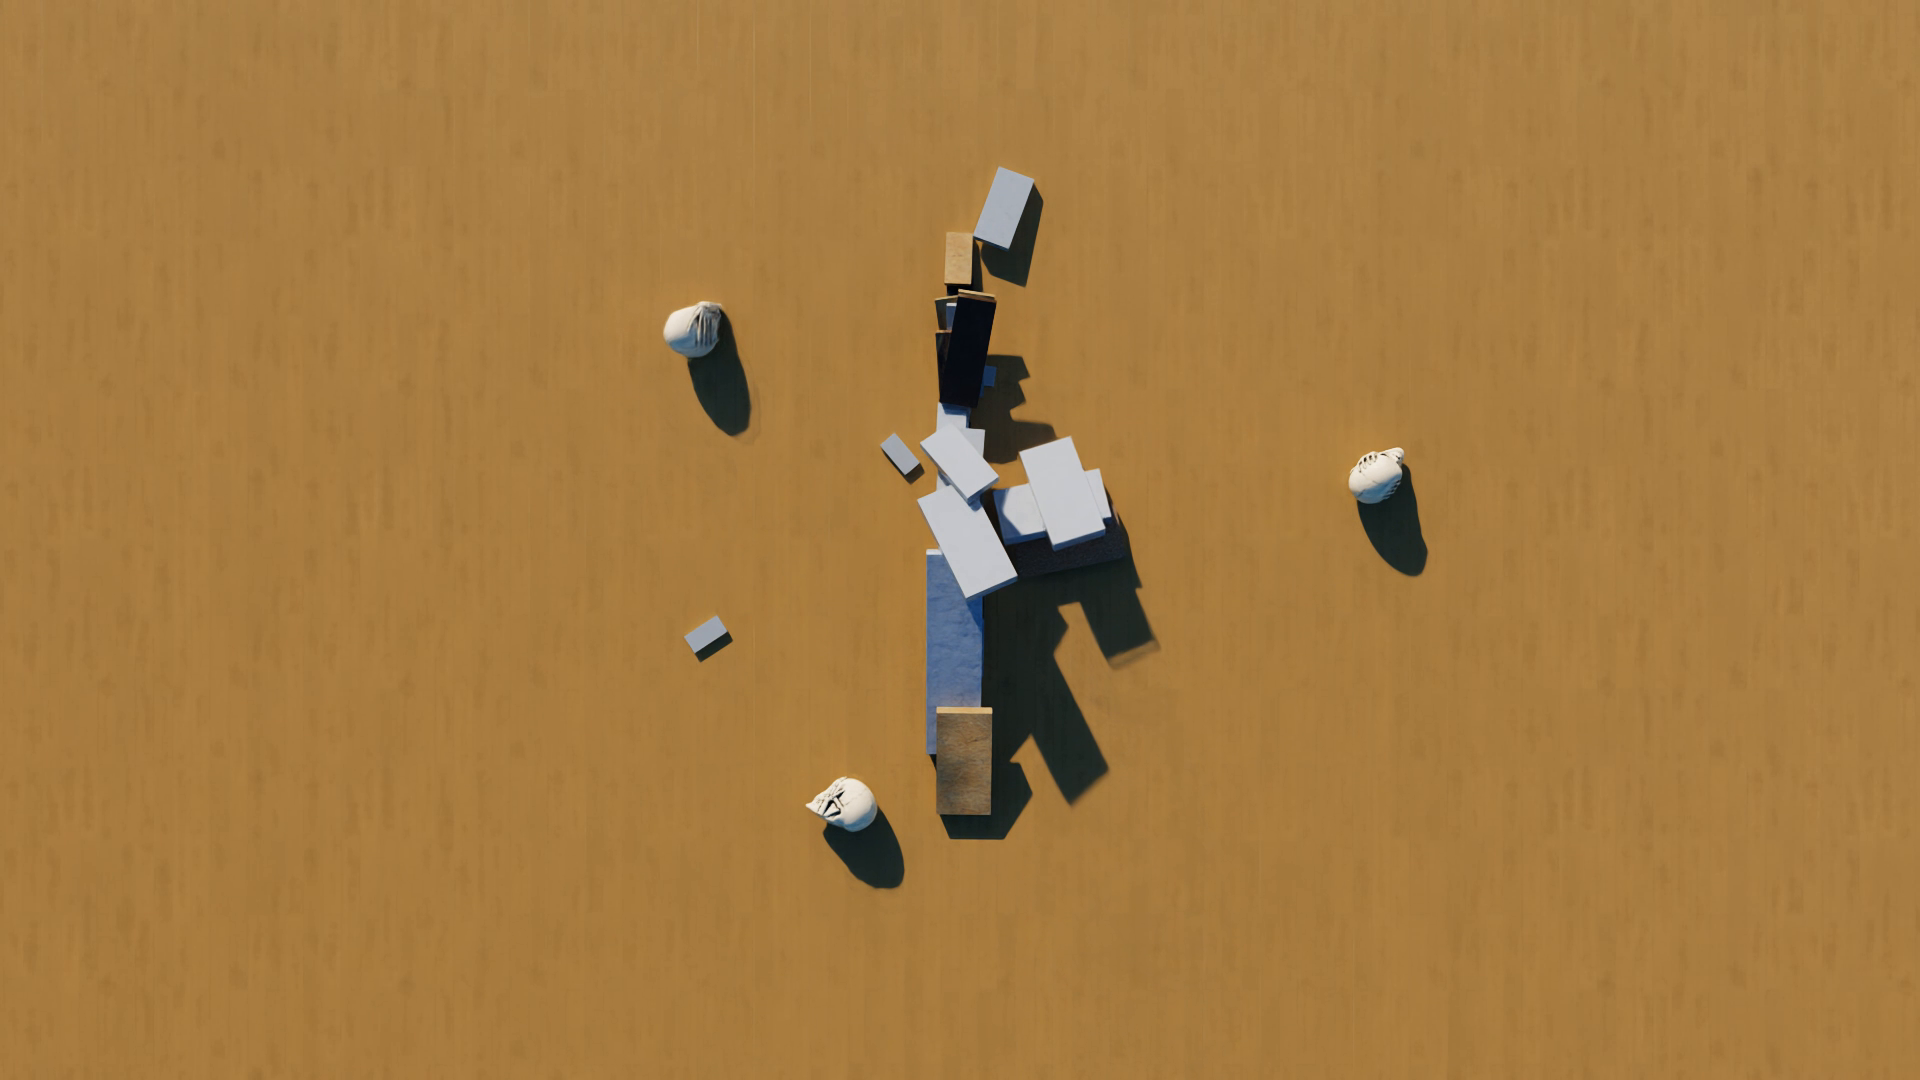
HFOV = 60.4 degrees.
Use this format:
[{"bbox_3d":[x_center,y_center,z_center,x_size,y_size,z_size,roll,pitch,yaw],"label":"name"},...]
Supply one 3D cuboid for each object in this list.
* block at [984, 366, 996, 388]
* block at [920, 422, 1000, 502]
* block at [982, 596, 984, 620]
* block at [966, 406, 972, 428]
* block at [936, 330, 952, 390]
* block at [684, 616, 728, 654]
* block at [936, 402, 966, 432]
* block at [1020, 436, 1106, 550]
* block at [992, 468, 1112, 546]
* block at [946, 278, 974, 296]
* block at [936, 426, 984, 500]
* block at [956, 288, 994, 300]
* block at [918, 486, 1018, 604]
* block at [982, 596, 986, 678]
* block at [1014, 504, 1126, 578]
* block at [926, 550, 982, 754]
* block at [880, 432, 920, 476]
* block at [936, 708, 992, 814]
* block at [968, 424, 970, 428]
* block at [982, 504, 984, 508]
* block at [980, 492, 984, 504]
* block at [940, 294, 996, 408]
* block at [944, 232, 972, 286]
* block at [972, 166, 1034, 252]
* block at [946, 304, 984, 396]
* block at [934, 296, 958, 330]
[{"bbox_3d":[0.053,-0.552,5.491,0.131,0.018,0.065,9,90,0],"label":"block"},{"bbox_3d":[-0.002,-0.250,5.287,0.126,0.036,0.252,-35,69,-14],"label":"block"},{"bbox_3d":[0.007,0.109,5.336,0.148,0.042,0.295,0,107,0],"label":"block"},{"bbox_3d":[-0.024,-0.355,5.450,0.095,0.027,0.191,8,76,2],"label":"block"},{"bbox_3d":[-0.013,-0.569,5.407,0.120,0.034,0.239,-2,113,3],"label":"block"},{"bbox_3d":[-0.845,0.313,5.491,0.131,0.018,0.065,-33,90,0],"label":"block"},{"bbox_3d":[-0.029,-0.355,5.422,0.095,0.027,0.191,3,76,0],"label":"block"},{"bbox_3d":[0.334,-0.153,5.398,0.178,0.050,0.356,-17,65,-3],"label":"block"},{"bbox_3d":[0.303,-0.109,5.436,0.360,0.051,0.180,-12,65,0],"label":"block"},{"bbox_3d":[-0.001,-0.782,5.488,0.088,0.025,0.176,1,90,0],"label":"block"},{"bbox_3d":[0.000,-0.220,5.357,0.142,0.040,0.284,4,80,1],"label":"block"},{"bbox_3d":[0.036,-0.697,5.428,0.120,0.034,0.239,8,113,-3],"label":"block"},{"bbox_3d":[0.022,0.000,5.228,0.178,0.050,0.369,-23,70,-9],"label":"block"},{"bbox_3d":[0.006,0.305,5.438,0.148,0.042,0.295,1,107,0],"label":"block"},{"bbox_3d":[0.356,0.005,5.475,0.356,0.050,0.178,-11,90,0],"label":"block"},{"bbox_3d":[-0.019,0.370,5.368,0.180,0.051,0.697,1,108,0],"label":"block"},{"bbox_3d":[-0.199,-0.286,5.491,0.065,0.018,0.131,-40,90,0],"label":"block"},{"bbox_3d":[0.013,0.727,5.425,0.180,0.051,0.360,1,106,0],"label":"block"},{"bbox_3d":[-0.014,-0.297,5.463,0.095,0.027,0.191,1,76,0],"label":"block"},{"bbox_3d":[0.003,0.022,5.428,0.142,0.040,0.284,1,112,0],"label":"block"},{"bbox_3d":[0.007,-0.091,5.440,0.142,0.040,0.284,1,106,0],"label":"block"},{"bbox_3d":[0.025,-0.611,5.351,0.126,0.036,0.359,10,113,-2],"label":"block"},{"bbox_3d":[-0.005,-0.932,5.473,0.088,0.025,0.176,2,80,0],"label":"block"},{"bbox_3d":[0.144,-1.097,5.468,0.126,0.036,0.252,20,84,0],"label":"block"},{"bbox_3d":[0.018,-0.623,5.420,0.120,0.034,0.308,1,113,2],"label":"block"},{"bbox_3d":[-0.027,-0.717,5.452,0.088,0.025,0.176,-7,113,3],"label":"block"}]
